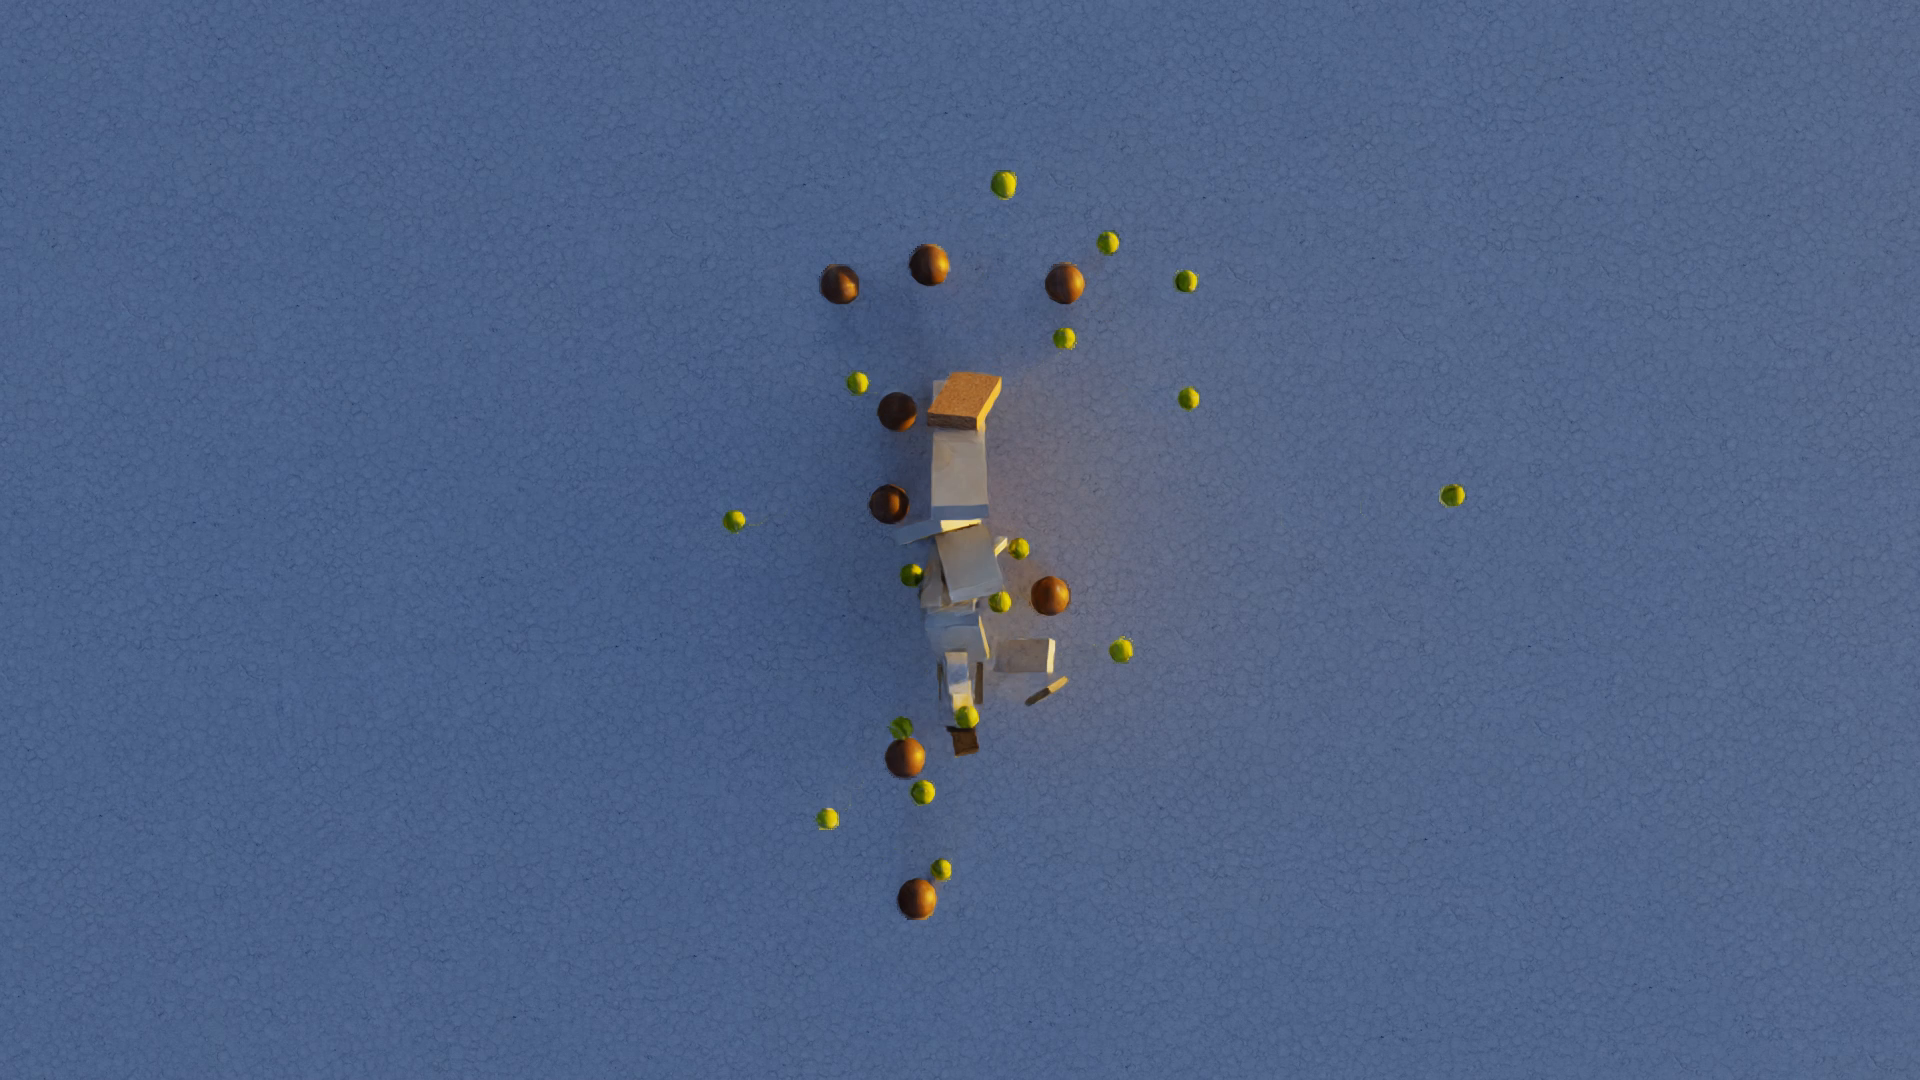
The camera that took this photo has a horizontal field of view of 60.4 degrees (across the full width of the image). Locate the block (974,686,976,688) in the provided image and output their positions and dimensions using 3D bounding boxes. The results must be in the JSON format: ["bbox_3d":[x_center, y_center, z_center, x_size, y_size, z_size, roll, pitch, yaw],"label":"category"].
[{"bbox_3d":[-0.003,0.363,5.116,0.103,0.029,0.205,2,53,-1],"label":"block"}]

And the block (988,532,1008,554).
[{"bbox_3d":[0.061,0.039,4.948,0.086,0.172,0.024,14,131,32],"label":"block"}]

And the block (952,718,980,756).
[{"bbox_3d":[0.010,0.628,5.451,0.078,0.022,0.157,-14,66,4],"label":"block"}]

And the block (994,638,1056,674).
[{"bbox_3d":[0.201,0.364,5.169,0.205,0.029,0.103,-3,74,38],"label":"block"}]

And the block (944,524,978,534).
[{"bbox_3d":[-0.006,-0.113,5.109,0.113,0.032,0.227,-4,120,-1],"label":"block"}]

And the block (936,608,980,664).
[{"bbox_3d":[-0.005,0.310,5.367,0.140,0.280,0.040,0,118,0],"label":"block"}]

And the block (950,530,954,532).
[{"bbox_3d":[0.020,0.019,5.063,0.086,0.172,0.024,-1,116,-10],"label":"block"}]

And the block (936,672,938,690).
[{"bbox_3d":[-0.004,0.442,5.359,0.140,0.280,0.040,-1,95,0],"label":"block"}]

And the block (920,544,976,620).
[{"bbox_3d":[-0.027,0.121,4.996,0.157,0.430,0.044,-3,115,4],"label":"block"}]

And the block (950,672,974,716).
[{"bbox_3d":[0.002,0.463,4.955,0.063,0.018,0.125,-10,100,-20],"label":"block"}]

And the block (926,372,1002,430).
[{"bbox_3d":[0.017,-0.448,5.287,0.162,0.325,0.046,7,121,13],"label":"block"}]

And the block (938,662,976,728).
[{"bbox_3d":[-0.008,0.466,5.017,0.103,0.029,0.205,5,70,0],"label":"block"}]

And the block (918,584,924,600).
[{"bbox_3d":[-0.053,0.121,5.145,0.098,0.196,0.028,7,132,17],"label":"block"}]

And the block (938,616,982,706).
[{"bbox_3d":[0.000,0.380,5.203,0.140,0.040,0.280,-1,85,0],"label":"block"}]

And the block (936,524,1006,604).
[{"bbox_3d":[0.027,0.066,4.832,0.157,0.313,0.044,-13,122,-2],"label":"block"}]

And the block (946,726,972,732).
[{"bbox_3d":[-0.001,0.528,5.265,0.078,0.476,0.022,2,102,0],"label":"block"}]

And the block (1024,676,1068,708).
[{"bbox_3d":[0.270,0.478,5.202,0.078,0.157,0.022,-30,84,-35],"label":"block"}]

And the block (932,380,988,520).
[{"bbox_3d":[-0.004,-0.294,5.111,0.162,0.869,0.046,-1,120,0],"label":"block"}]

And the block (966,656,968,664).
[{"bbox_3d":[-0.011,0.391,4.963,0.063,0.018,0.125,-8,133,-8],"label":"block"}]

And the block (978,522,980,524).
[{"bbox_3d":[-0.010,-0.169,5.319,0.125,0.035,0.250,-6,90,0],"label":"block"}]

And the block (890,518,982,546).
[{"bbox_3d":[-0.069,-0.041,4.944,0.162,0.325,0.046,-16,90,22],"label":"block"}]

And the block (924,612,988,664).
[{"bbox_3d":[-0.007,0.292,4.890,0.157,0.313,0.044,-3,66,5],"label":"block"}]

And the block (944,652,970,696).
[{"bbox_3d":[-0.009,0.396,4.895,0.063,0.018,0.125,-3,82,-14],"label":"block"}]

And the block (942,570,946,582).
[{"bbox_3d":[-0.006,0.057,5.046,0.086,0.280,0.024,-1,115,3],"label":"block"}]
